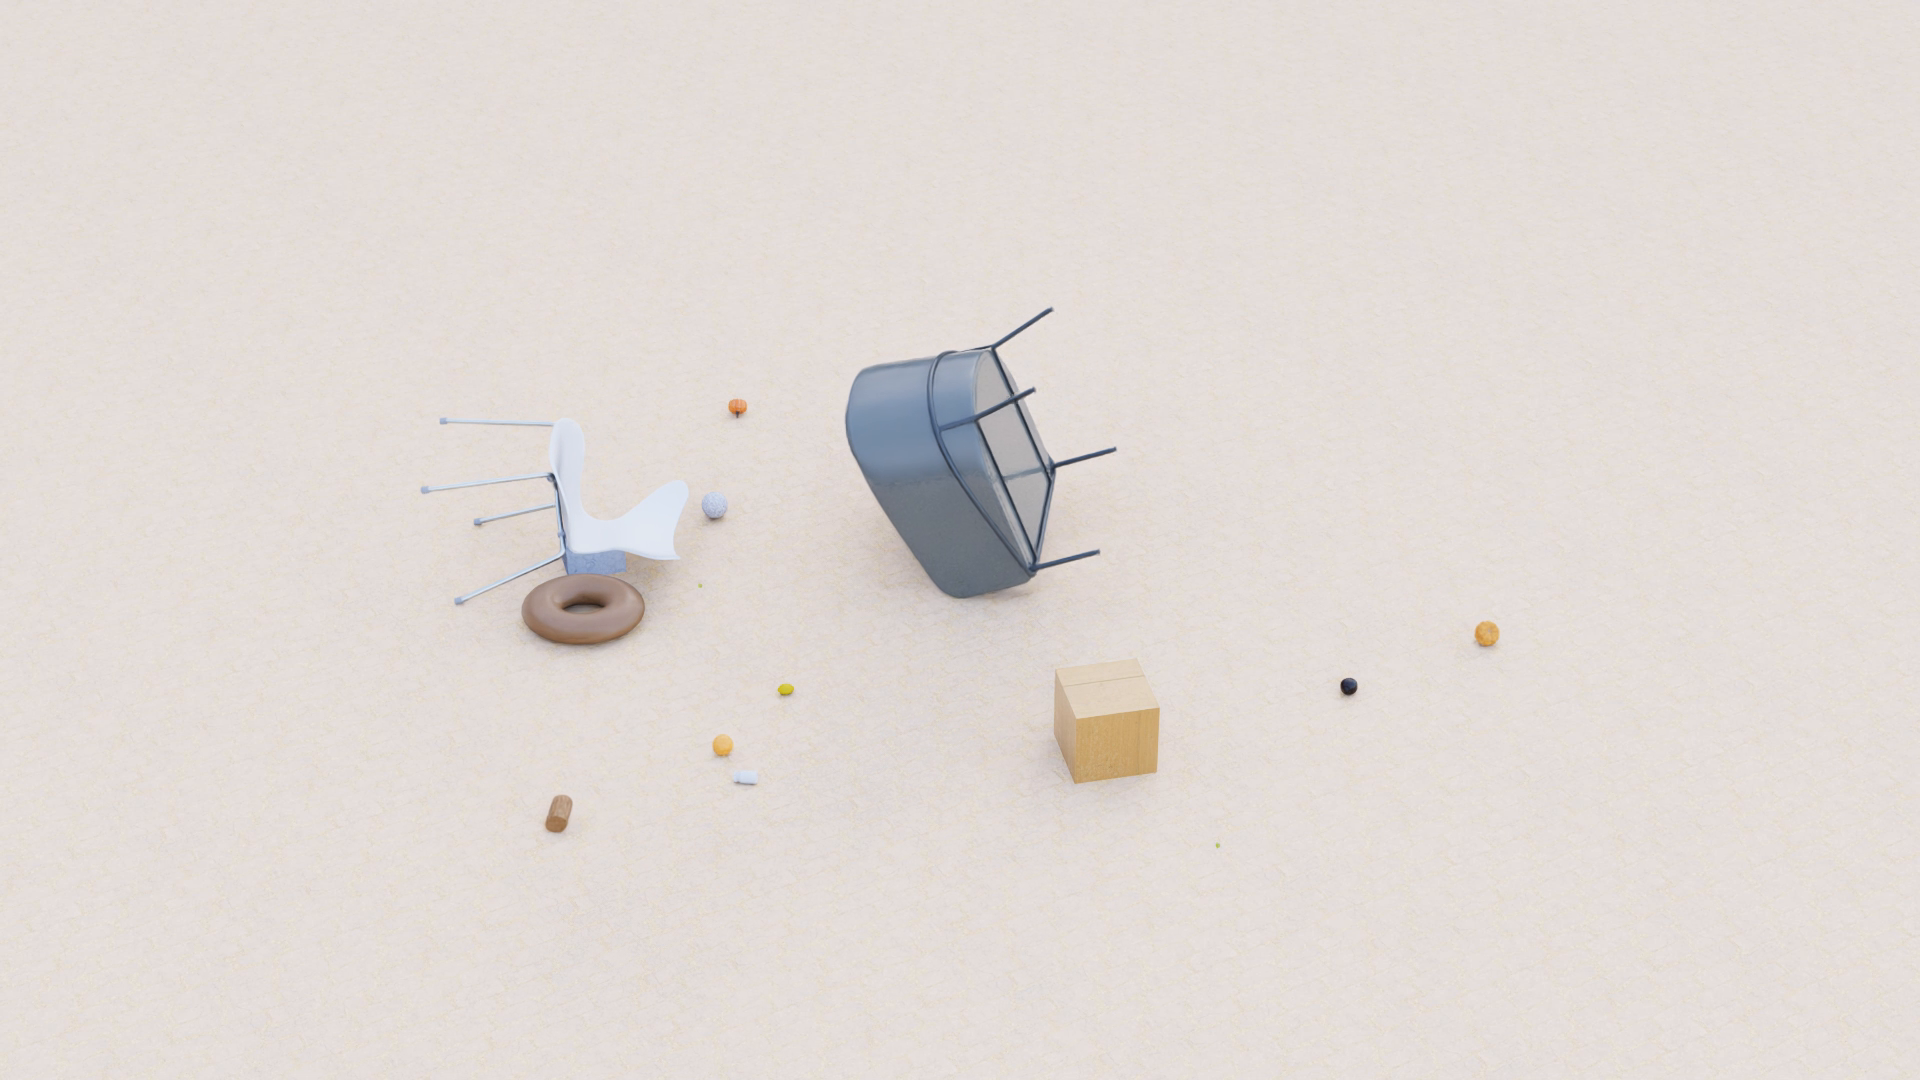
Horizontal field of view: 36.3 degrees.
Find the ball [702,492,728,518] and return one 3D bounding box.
[{"bbox_3d":[-0.925,-0.133,11.054,0.101,0.101,0.101,0,33,0],"label":"ball"}]

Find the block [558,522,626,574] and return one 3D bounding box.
[{"bbox_3d":[-1.351,0.039,10.782,0.213,0.112,0.173,-9,34,-13],"label":"block"}]

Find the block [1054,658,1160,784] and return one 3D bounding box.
[{"bbox_3d":[0.487,0.603,9.784,0.283,0.270,0.283,-7,34,-11],"label":"block"}]

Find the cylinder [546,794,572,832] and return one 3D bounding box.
[{"bbox_3d":[-1.304,0.889,9.532,0.074,0.068,0.112,-27,27,20],"label":"cylinder"}]

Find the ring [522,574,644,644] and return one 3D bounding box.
[{"bbox_3d":[-1.347,0.245,10.479,0.441,0.105,0.373,1,34,0],"label":"ring"}]
